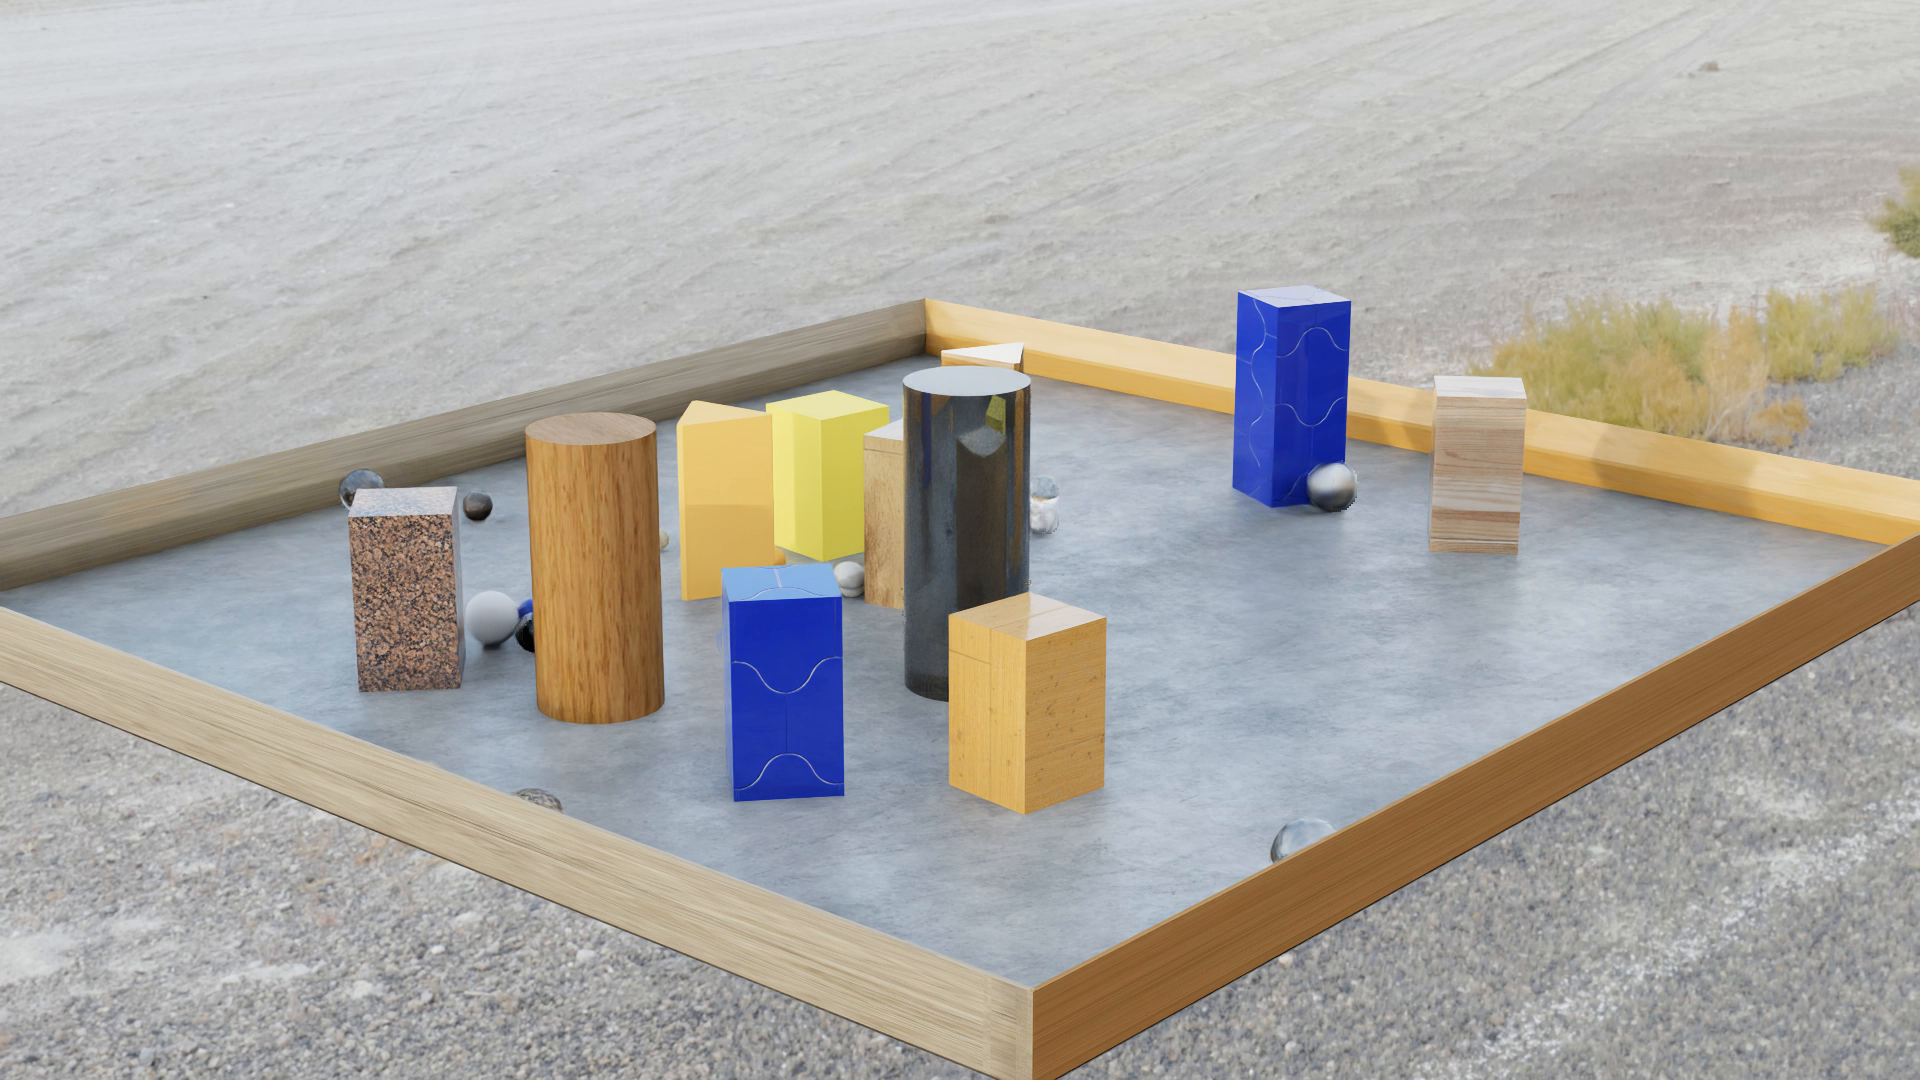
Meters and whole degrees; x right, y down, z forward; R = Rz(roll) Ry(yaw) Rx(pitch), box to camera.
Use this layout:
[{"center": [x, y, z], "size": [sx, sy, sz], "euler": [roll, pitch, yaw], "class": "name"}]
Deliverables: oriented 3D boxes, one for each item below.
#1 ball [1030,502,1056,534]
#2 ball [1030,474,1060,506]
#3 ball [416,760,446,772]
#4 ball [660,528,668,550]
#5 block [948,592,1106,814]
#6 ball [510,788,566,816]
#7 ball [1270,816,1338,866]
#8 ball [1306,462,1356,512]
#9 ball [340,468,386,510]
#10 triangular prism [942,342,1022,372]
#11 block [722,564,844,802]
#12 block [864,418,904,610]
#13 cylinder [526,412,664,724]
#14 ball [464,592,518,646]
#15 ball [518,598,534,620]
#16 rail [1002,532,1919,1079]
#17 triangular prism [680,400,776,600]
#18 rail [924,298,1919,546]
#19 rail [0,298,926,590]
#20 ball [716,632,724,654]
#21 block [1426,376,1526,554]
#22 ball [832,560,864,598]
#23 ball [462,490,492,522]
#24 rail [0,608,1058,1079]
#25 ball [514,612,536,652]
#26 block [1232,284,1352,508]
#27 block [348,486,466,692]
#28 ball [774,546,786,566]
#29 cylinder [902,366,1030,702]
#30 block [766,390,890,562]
[{"center": [0.151, -0.042, 5.488], "size": [0.061, 0.061, 0.061], "euler": [0, 17, 0], "class": "ball"}, {"center": [0.160, -0.093, 5.655], "size": [0.064, 0.064, 0.064], "euler": [0, 17, 0], "class": "ball"}, {"center": [-0.759, 0.352, 4.143], "size": [0.083, 0.083, 0.083], "euler": [0, 17, 0], "class": "ball"}, {"center": [-0.557, 0.000, 5.381], "size": [0.043, 0.043, 0.043], "euler": [0, 17, 0], "class": "ball"}, {"center": [0.097, 0.233, 4.231], "size": [0.160, 0.260, 0.160], "euler": [-15, 22, -40], "class": "block"}, {"center": [-0.585, 0.386, 4.009], "size": [0.095, 0.095, 0.095], "euler": [0, 17, 0], "class": "ball"}, {"center": [0.463, 0.418, 3.895], "size": [0.100, 0.100, 0.100], "euler": [0, 17, 0], "class": "ball"}, {"center": [0.712, -0.103, 5.634], "size": [0.095, 0.095, 0.095], "euler": [0, 17, 0], "class": "ball"}, {"center": [-1.143, -0.093, 5.612], "size": [0.087, 0.087, 0.087], "euler": [0, 17, 0], "class": "ball"}, {"center": [0.077, -0.216, 5.640], "size": [0.173, 0.307, 0.150], "euler": [11, 20, 33], "class": "triangular prism"}, {"center": [-0.257, 0.205, 4.251], "size": [0.160, 0.302, 0.160], "euler": [-2, 17, -8], "class": "block"}, {"center": [-0.056, -0.044, 5.078], "size": [0.160, 0.302, 0.160], "euler": [10, 19, 29], "class": "block"}, {"center": [-0.564, 0.042, 4.545], "size": [0.199, 0.444, 0.199], "euler": [0, 17, 0], "class": "cylinder"}, {"center": [-0.778, 0.130, 4.868], "size": [0.090, 0.090, 0.090], "euler": [0, 17, 0], "class": "ball"}, {"center": [-0.708, 0.129, 4.907], "size": [0.069, 0.069, 0.069], "euler": [0, 17, 0], "class": "ball"}, {"center": [0.953, 0.271, 4.327], "size": [0.045, 0.130, 2.711], "euler": [14, 22, 39], "class": "rail"}, {"center": [-0.436, -0.076, 5.162], "size": [0.173, 0.315, 0.150], "euler": [-8, 19, -25], "class": "triangular prism"}, {"center": [0.873, -0.257, 6.083], "size": [2.572, 0.130, 0.045], "euler": [14, 22, 39], "class": "rail"}, {"center": [-0.953, -0.206, 5.912], "size": [0.045, 0.130, 2.711], "euler": [14, 22, 39], "class": "rail"}, {"center": [-0.378, 0.168, 4.822], "size": [0.045, 0.045, 0.045], "euler": [0, 17, 0], "class": "ball"}, {"center": [0.951, -0.139, 5.408], "size": [0.160, 0.294, 0.160], "euler": [2, 17, 7], "class": "block"}, {"center": [-0.194, 0.068, 5.120], "size": [0.063, 0.063, 0.063], "euler": [0, 17, 0], "class": "ball"}, {"center": [-0.917, -0.064, 5.569], "size": [0.058, 0.058, 0.058], "euler": [0, 17, 0], "class": "ball"}, {"center": [-0.873, 0.322, 4.157], "size": [2.572, 0.130, 0.045], "euler": [14, 22, 39], "class": "rail"}, {"center": [-0.702, 0.152, 4.837], "size": [0.066, 0.066, 0.066], "euler": [0, 17, 0], "class": "ball"}, {"center": [0.644, -0.281, 5.704], "size": [0.160, 0.395, 0.160], "euler": [-7, 18, -22], "class": "block"}, {"center": [-0.883, 0.078, 4.695], "size": [0.160, 0.290, 0.160], "euler": [-2, 17, -6], "class": "block"}, {"center": [-0.339, 0.040, 5.220], "size": [0.060, 0.060, 0.060], "euler": [0, 17, 0], "class": "ball"}, {"center": [0.011, -0.010, 4.629], "size": [0.199, 0.496, 0.199], "euler": [0, 17, 0], "class": "cylinder"}, {"center": [-0.242, -0.120, 5.394], "size": [0.160, 0.265, 0.160], "euler": [-14, 22, -39], "class": "block"}]
